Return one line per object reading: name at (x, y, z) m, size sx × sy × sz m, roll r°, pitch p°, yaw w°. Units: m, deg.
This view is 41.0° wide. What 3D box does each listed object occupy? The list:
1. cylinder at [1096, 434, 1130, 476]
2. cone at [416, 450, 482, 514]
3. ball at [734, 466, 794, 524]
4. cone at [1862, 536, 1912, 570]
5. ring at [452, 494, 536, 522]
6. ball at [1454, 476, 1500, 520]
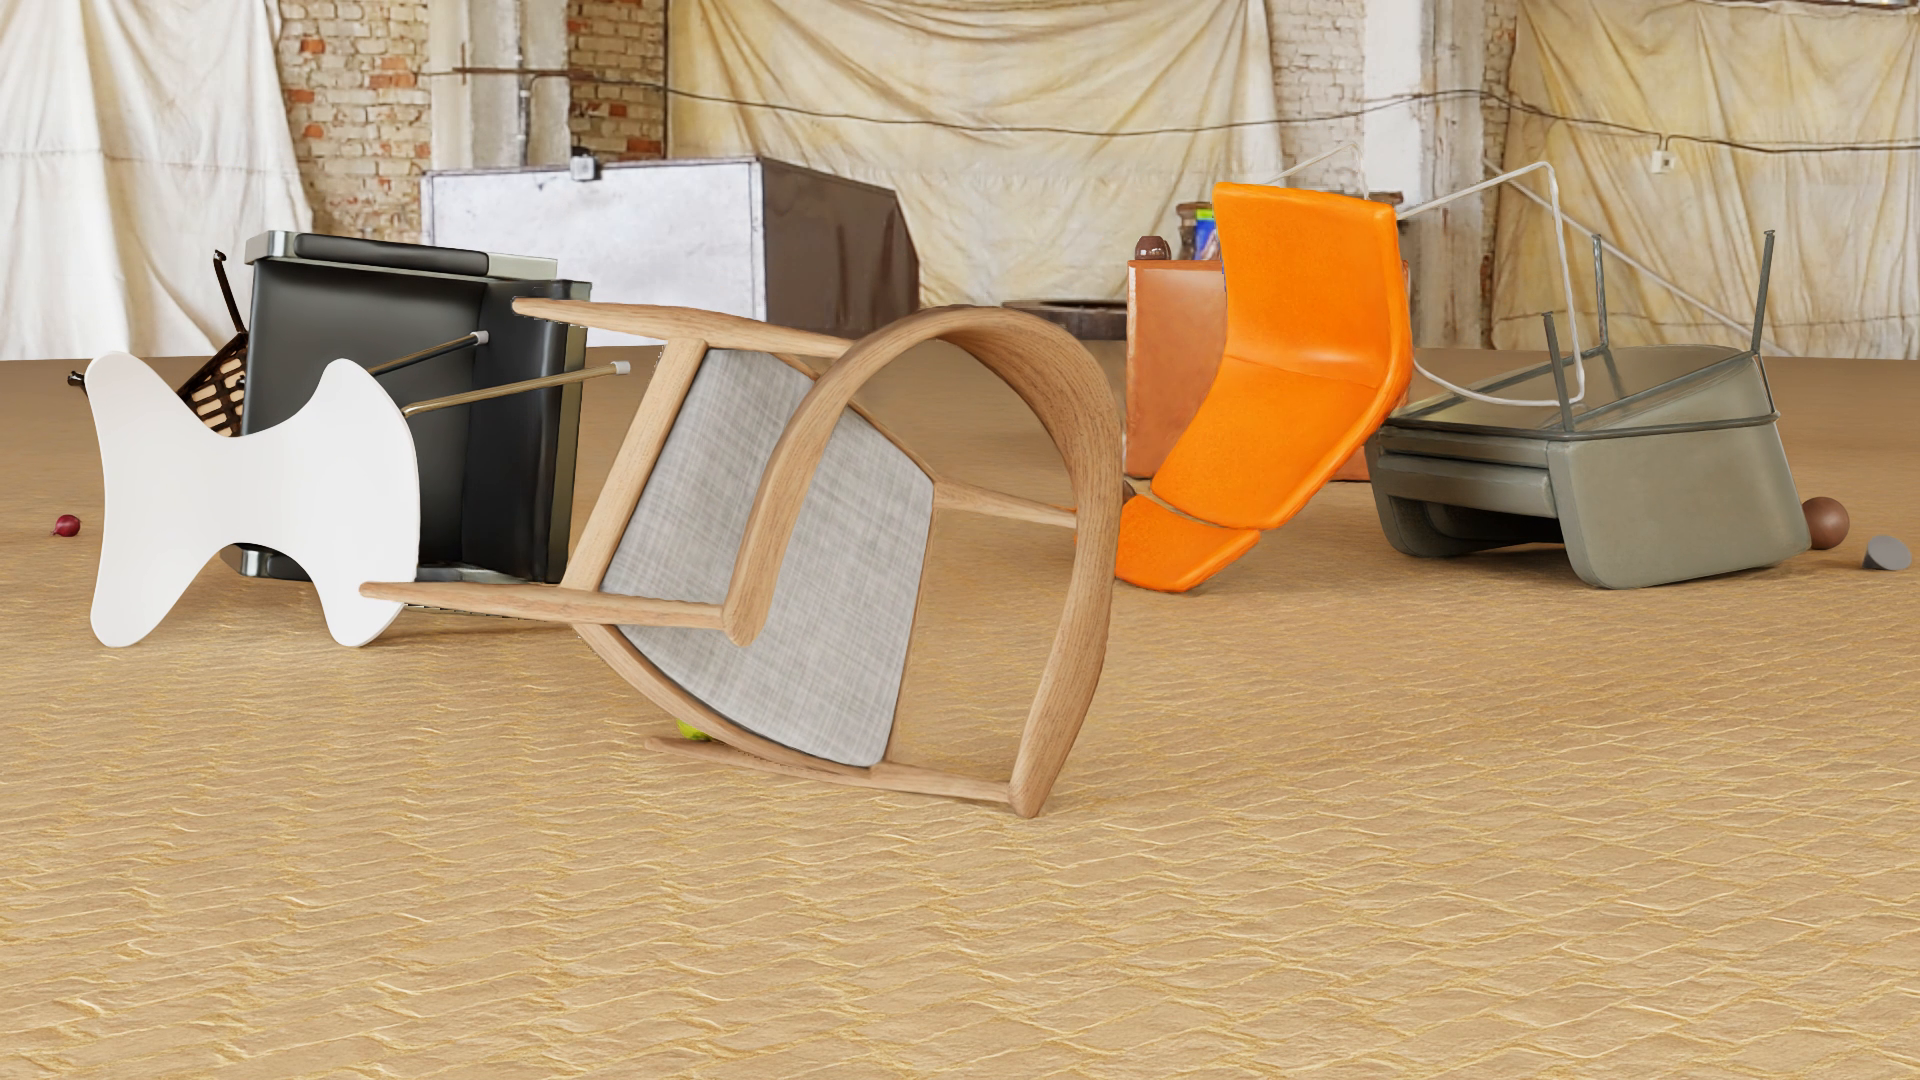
cylinder at (0.506, -0.281, 8.465) m, size 0.084 × 0.153 × 0.090 m, roll 31°, pitch 8°, yaw 2°
cone at (-1.418, -0.165, 7.181) m, size 0.215 × 0.171 × 0.133 m, roll -2°, pitch 6°, yaw -21°
ball at (-0.520, -0.119, 6.799) m, size 0.157 × 0.157 × 0.157 m, roll 0°, pitch 6°, yaw 0°
cone at (2.065, 0.045, 5.785) m, size 0.135 × 0.085 × 0.086 m, roll 5°, pitch -24°, yaw -28°
ring at (-1.261, -0.087, 6.955) m, size 0.216 × 0.062 × 0.261 m, roll -4°, pitch 6°, yaw -39°
ball at (1.396, -0.113, 6.930) m, size 0.119 × 0.119 × 0.119 m, roll 0°, pitch 6°, yaw 0°
